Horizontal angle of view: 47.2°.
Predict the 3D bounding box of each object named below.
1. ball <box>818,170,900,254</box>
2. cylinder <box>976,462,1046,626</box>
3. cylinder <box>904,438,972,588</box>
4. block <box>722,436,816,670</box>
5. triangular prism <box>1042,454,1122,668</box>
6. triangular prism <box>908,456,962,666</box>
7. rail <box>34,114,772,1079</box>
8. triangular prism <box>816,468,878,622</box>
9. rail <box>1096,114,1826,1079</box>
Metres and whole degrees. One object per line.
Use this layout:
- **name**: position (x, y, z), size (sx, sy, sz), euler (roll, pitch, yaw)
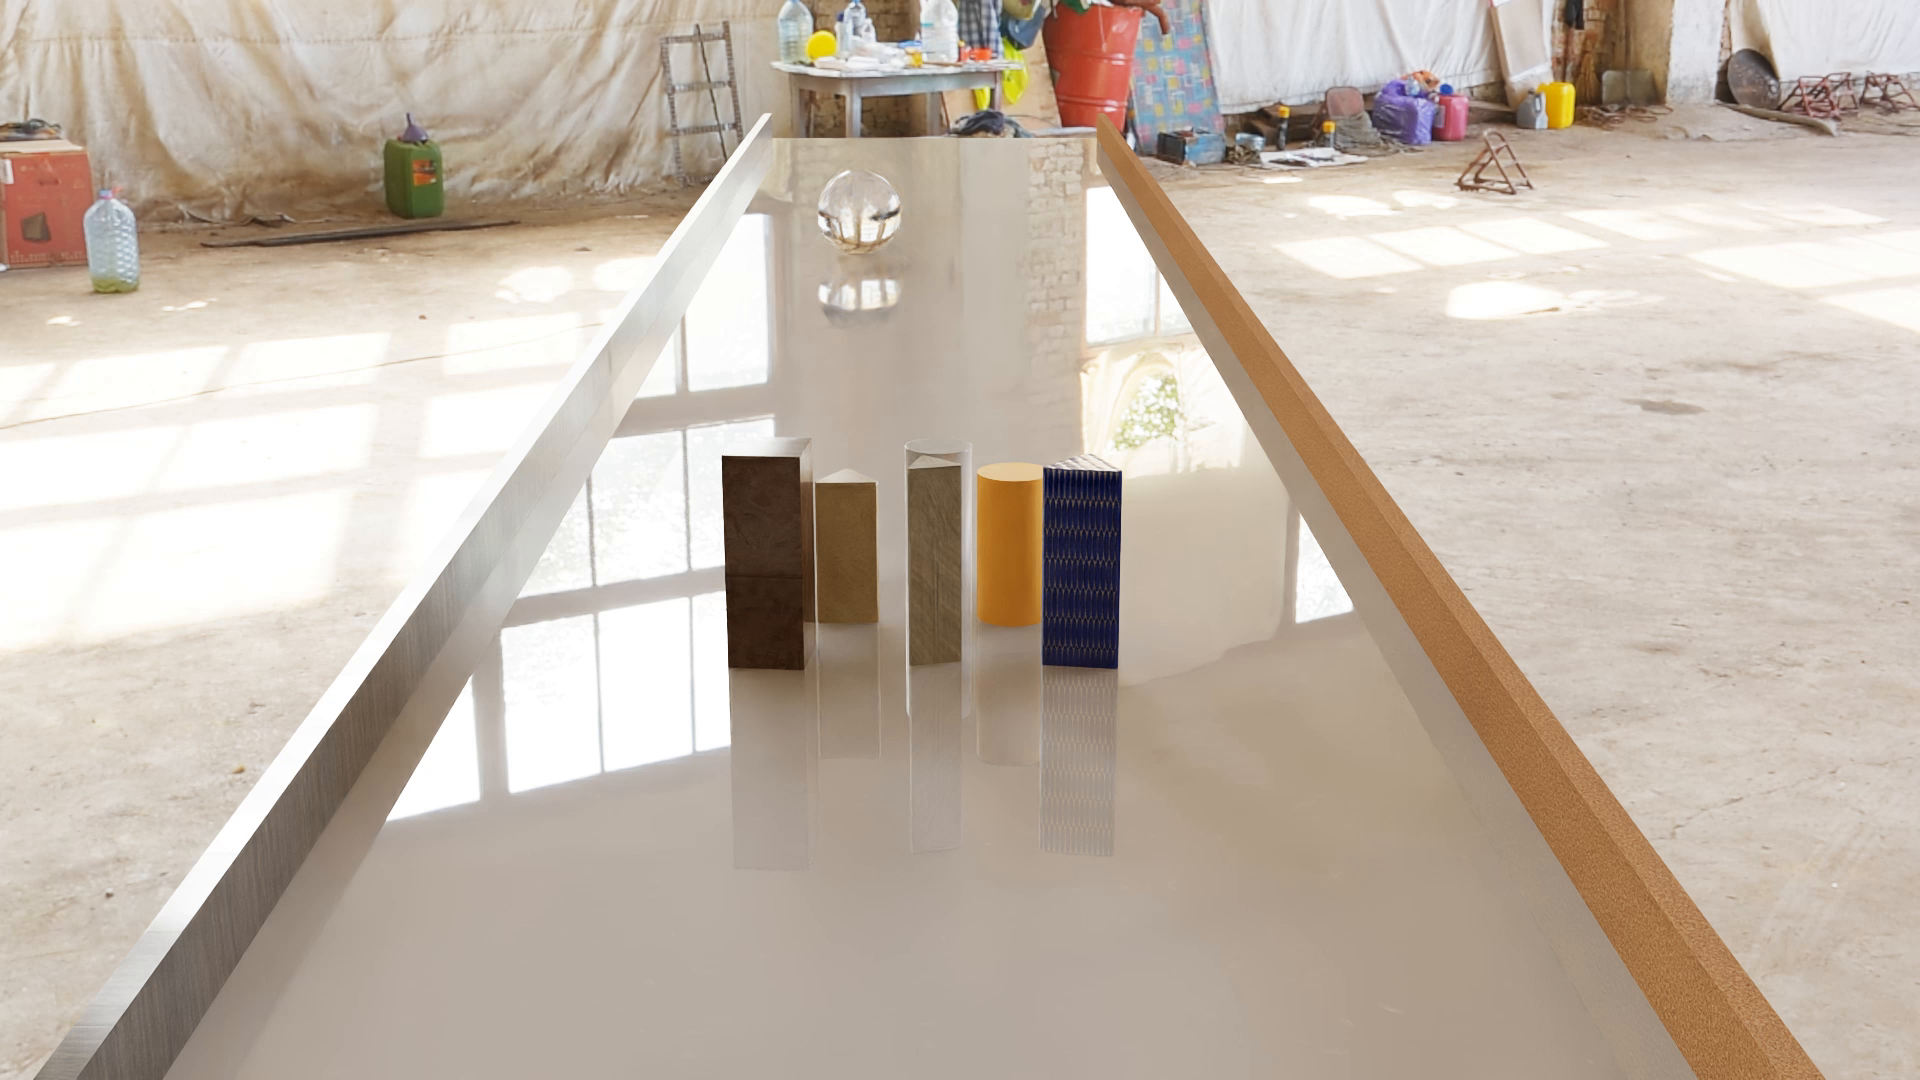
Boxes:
- **ball**: position (-0.424, -1.378, 9.243), size (0.352, 0.352, 0.352), euler (0, 17, 0)
- **cylinder**: position (0.113, 0.008, 4.645), size (0.155, 0.316, 0.155), euler (0, 17, 0)
- **cylinder**: position (-0.048, -0.058, 4.876), size (0.148, 0.311, 0.148), euler (0, 17, 0)
- **block**: position (-0.378, 0.025, 4.377), size (0.153, 0.436, 0.153), euler (2, 17, 5)
- **triangular prism**: position (0.248, 0.039, 4.384), size (0.152, 0.406, 0.131), euler (3, 17, 9)
- **triangular prism**: position (-0.061, 0.039, 4.383), size (0.108, 0.406, 0.093), euler (-4, 17, -15)
- **rail**: position (-1.118, -0.838, 7.780), size (0.050, 0.150, 12.000), euler (0, 17, -1)
- **triangular prism**: position (-0.238, 0.011, 4.652), size (0.128, 0.306, 0.111), euler (-1, 17, -2)
- **rail**: position (0.932, -0.844, 7.801), size (0.050, 0.150, 12.000), euler (0, 17, -1)
